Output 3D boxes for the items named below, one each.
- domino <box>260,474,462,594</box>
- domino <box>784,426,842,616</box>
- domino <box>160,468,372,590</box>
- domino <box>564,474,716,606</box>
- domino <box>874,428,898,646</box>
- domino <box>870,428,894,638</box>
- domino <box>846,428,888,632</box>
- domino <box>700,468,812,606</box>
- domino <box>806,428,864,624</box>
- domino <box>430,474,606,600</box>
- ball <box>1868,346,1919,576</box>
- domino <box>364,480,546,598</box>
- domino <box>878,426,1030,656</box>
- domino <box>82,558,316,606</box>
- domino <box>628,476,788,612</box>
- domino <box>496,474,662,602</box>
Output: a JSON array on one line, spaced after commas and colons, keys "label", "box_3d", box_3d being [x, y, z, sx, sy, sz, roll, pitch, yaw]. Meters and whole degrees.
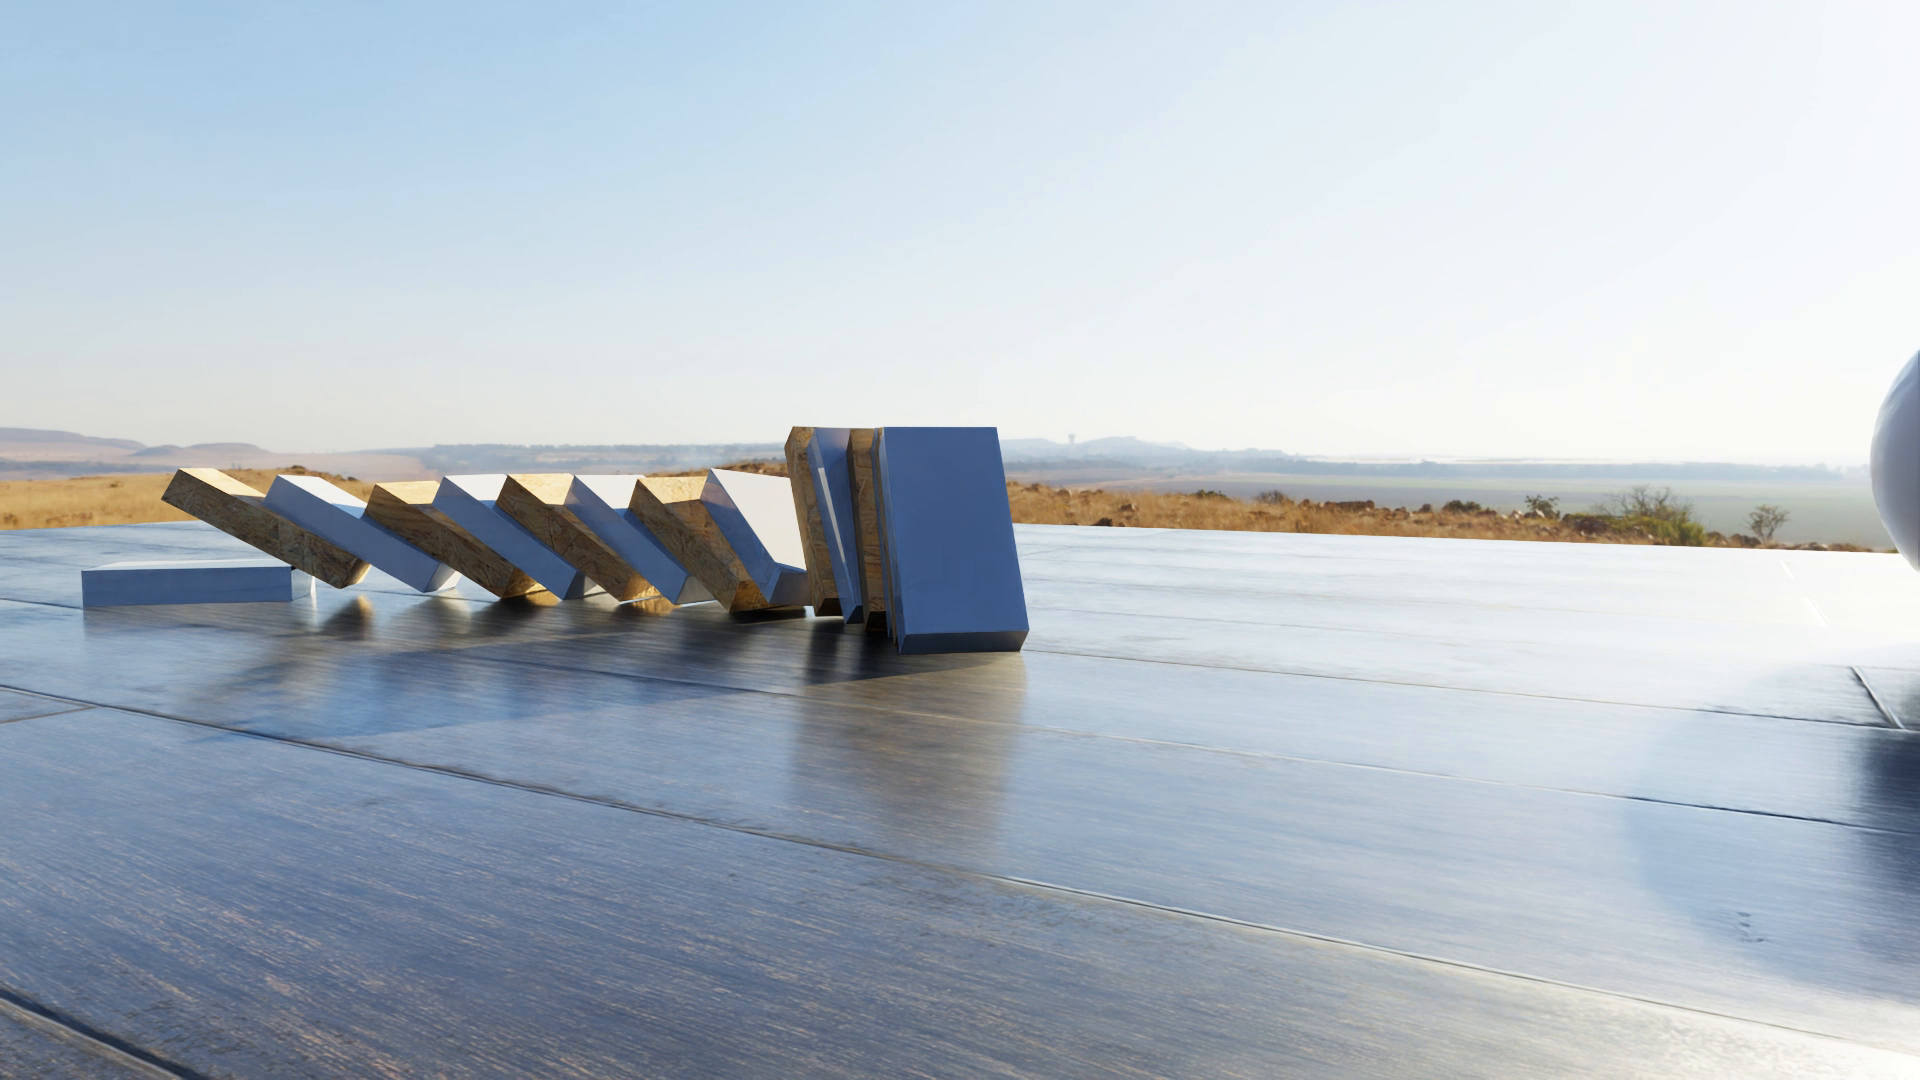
[{"label": "domino", "box_3d": [-0.168, -0.002, 0.366, 0.050, 0.009, 0.025, 29, 0, -3]}, {"label": "domino", "box_3d": [-0.028, -0.005, 0.324, 0.025, 0.050, 0.009, 0, -31, -24]}, {"label": "domino", "box_3d": [-0.191, -0.003, 0.358, 0.050, 0.010, 0.025, 30, -3, -12]}, {"label": "domino", "box_3d": [-0.084, -0.001, 0.355, 0.050, 0.010, 0.025, 37, 21, 26]}, {"label": "domino", "box_3d": [-0.004, -0.002, 0.281, 0.025, 0.050, 0.009, -1, -31, -12]}, {"label": "domino", "box_3d": [-0.006, -0.003, 0.292, 0.025, 0.050, 0.009, -1, -31, -11]}, {"label": "domino", "box_3d": [-0.012, -0.003, 0.303, 0.025, 0.050, 0.010, -1, -31, -13]}, {"label": "domino", "box_3d": [-0.048, -0.001, 0.339, 0.025, 0.009, 0.050, 6, 29, -38]}, {"label": "domino", "box_3d": [-0.020, -0.004, 0.315, 0.025, 0.050, 0.009, -2, -30, -25]}, {"label": "domino", "box_3d": [-0.122, -0.002, 0.365, 0.050, 0.009, 0.025, 33, 14, 14]}, {"label": "ball", "box_3d": [0.239, -0.018, 0.268, 0.080, 0.080, 0.080, 0, 4, 0]}, {"label": "domino", "box_3d": [-0.142, -0.001, 0.369, 0.050, 0.009, 0.025, 29, 11, 12]}, {"label": "domino", "box_3d": [-0.002, -0.001, 0.269, 0.025, 0.050, 0.010, -1, -31, -12]}, {"label": "domino", "box_3d": [-0.208, 0.011, 0.353, 0.050, 0.009, 0.025, -1, 4, -14]}, {"label": "domino", "box_3d": [-0.065, 0.000, 0.345, 0.025, 0.010, 0.050, -5, 36, -48]}, {"label": "domino", "box_3d": [-0.103, -0.002, 0.361, 0.050, 0.009, 0.025, 34, 16, 19]}]
